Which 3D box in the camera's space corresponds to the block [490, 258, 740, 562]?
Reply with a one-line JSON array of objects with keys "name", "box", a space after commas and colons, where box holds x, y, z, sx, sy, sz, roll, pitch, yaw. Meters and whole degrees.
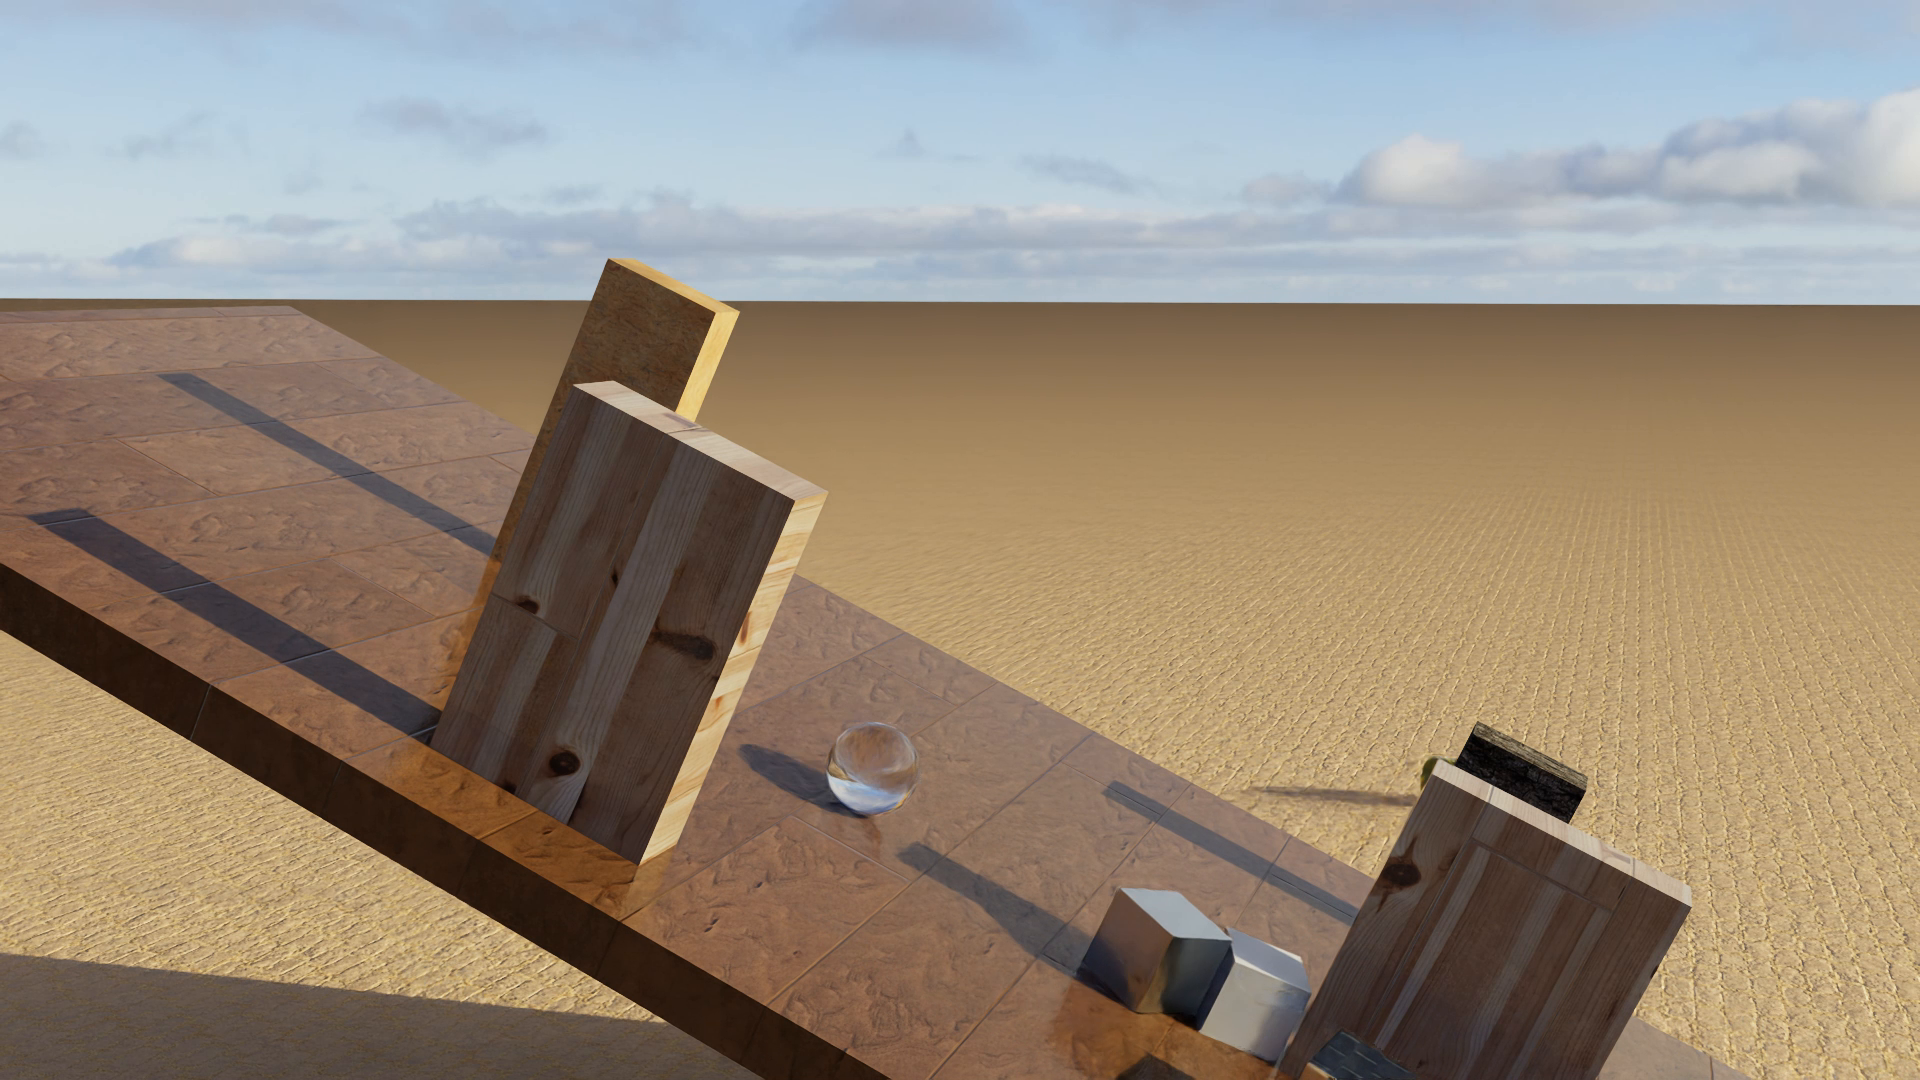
[{"name": "block", "box": [-0.690, -0.208, 4.382, 0.249, 0.656, 0.117, 27, 14, 12]}]

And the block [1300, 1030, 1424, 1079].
[{"name": "block", "box": [0.598, 0.901, 3.348, 0.193, 0.193, 0.193, 29, 14, 20]}]

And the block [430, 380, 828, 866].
[{"name": "block", "box": [-0.521, 0.126, 3.433, 0.397, 0.634, 0.140, 27, 14, 12]}]

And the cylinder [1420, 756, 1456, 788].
[{"name": "cylinder", "box": [1.724, 0.846, 7.712, 0.156, 0.156, 0.156, 6, 9, 41]}]

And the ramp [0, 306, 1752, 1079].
[{"name": "ramp", "box": [-0.269, 0.461, 4.173, 4.000, 0.100, 2.000, 27, 14, 12]}]

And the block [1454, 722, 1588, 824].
[{"name": "block", "box": [1.059, 0.648, 4.503, 0.245, 0.479, 0.135, 27, 14, 12]}]

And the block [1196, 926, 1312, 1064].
[{"name": "block", "box": [0.497, 0.777, 3.760, 0.142, 0.142, 0.142, 23, 13, -5]}]

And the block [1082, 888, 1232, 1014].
[{"name": "block", "box": [0.337, 0.702, 3.753, 0.151, 0.151, 0.151, 12, 18, -41]}]

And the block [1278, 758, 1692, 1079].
[{"name": "block", "box": [0.863, 0.728, 3.642, 0.448, 0.576, 0.123, 27, 14, 12]}]

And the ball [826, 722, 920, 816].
[{"name": "ball", "box": [-0.157, 0.414, 3.967, 0.169, 0.169, 0.169, 0, 7, 0]}]
